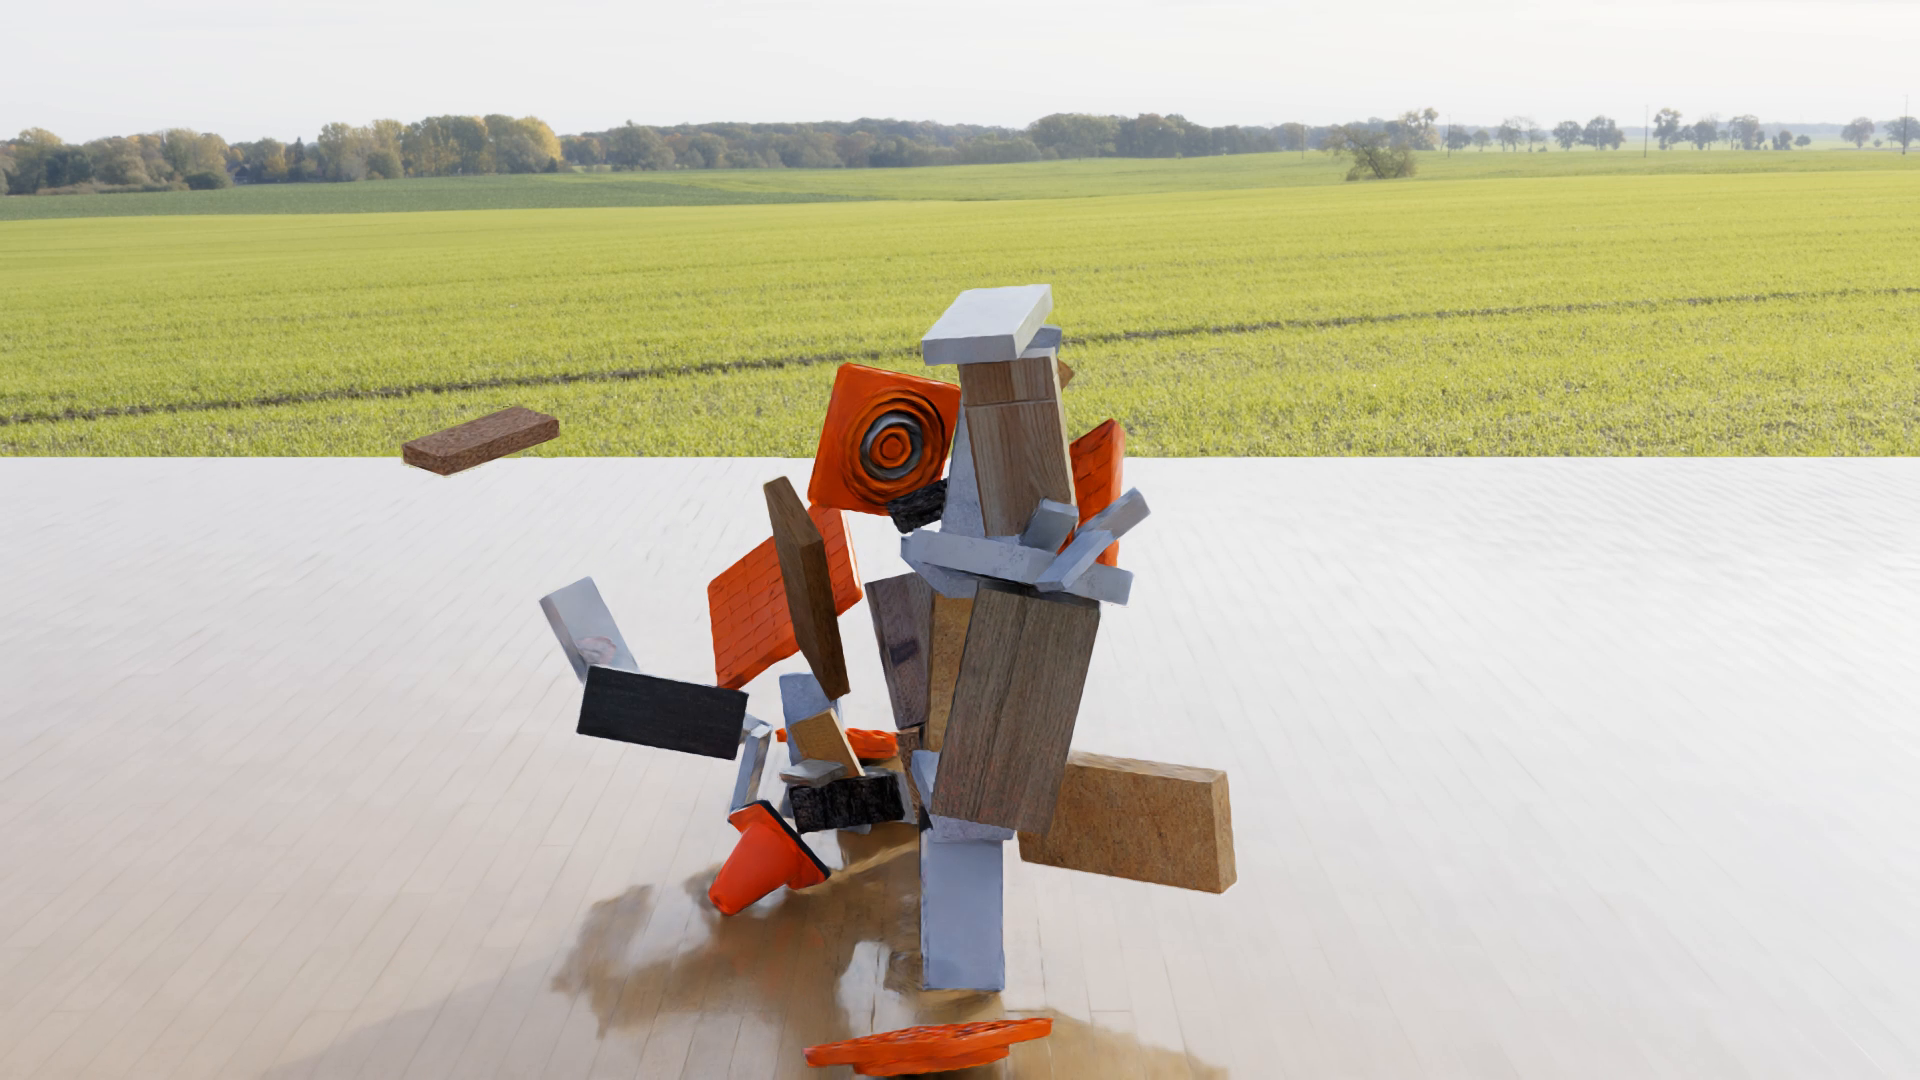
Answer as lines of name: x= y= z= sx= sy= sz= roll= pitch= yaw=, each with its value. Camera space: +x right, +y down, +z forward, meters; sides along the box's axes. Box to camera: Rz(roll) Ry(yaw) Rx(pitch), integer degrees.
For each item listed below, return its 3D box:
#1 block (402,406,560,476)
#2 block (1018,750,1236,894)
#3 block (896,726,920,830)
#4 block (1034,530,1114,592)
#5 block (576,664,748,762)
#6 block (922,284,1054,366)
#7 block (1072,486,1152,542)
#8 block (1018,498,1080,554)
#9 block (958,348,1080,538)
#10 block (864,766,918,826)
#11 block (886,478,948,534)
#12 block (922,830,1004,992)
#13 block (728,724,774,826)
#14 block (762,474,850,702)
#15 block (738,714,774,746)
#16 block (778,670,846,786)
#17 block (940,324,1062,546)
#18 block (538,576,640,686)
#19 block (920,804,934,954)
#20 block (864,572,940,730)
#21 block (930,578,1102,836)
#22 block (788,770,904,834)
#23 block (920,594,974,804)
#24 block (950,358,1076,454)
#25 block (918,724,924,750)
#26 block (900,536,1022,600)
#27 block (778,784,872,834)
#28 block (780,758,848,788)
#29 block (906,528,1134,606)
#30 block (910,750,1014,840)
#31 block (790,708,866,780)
block: x=-0.819 y=-0.171 z=3.767 sx=0.120 sy=0.034 sz=0.239 roll=17 pitch=29 yaw=40
block: x=0.244 y=0.422 z=3.348 sx=0.355 sy=0.177 sz=0.050 roll=4 pitch=19 yaw=35
block: x=-0.021 y=0.433 z=3.768 sx=0.121 sy=0.241 sz=0.034 roll=-12 pitch=9 yaw=13
block: x=0.158 y=0.029 z=3.045 sx=0.058 sy=0.016 sz=0.116 roll=-6 pitch=32 yaw=52
block: x=-0.518 y=0.300 z=3.831 sx=0.279 sy=0.120 sz=0.034 roll=11 pitch=0 yaw=-10
block: x=0.043 y=-0.320 z=3.256 sx=0.136 sy=0.039 sz=0.273 roll=-2 pitch=21 yaw=15
block: x=0.223 y=-0.024 z=3.238 sx=0.116 sy=0.058 sz=0.016 roll=-37 pitch=52 yaw=-3
block: x=0.129 y=-0.019 z=3.203 sx=0.058 sy=0.016 sz=0.116 roll=13 pitch=-31 yaw=-9
block: x=0.087 y=-0.141 z=3.212 sx=0.136 sy=0.273 sz=0.039 roll=-4 pitch=23 yaw=13
block: x=-0.106 y=0.463 z=3.958 sx=0.171 sy=0.086 sz=0.024 roll=18 pitch=-15 yaw=-39
block: x=0.020 y=-0.089 z=3.673 sx=0.283 sy=0.040 sz=0.141 roll=-22 pitch=10 yaw=-4
block: x=0.004 y=0.548 z=3.253 sx=0.116 sy=0.232 sz=0.033 roll=4 pitch=-17 yaw=-16
block: x=-0.366 y=0.410 z=3.834 sx=0.023 sy=0.163 sz=0.081 roll=16 pitch=10 yaw=9
block: x=-0.250 y=0.087 z=3.624 sx=0.040 sy=0.459 sz=0.141 roll=-24 pitch=57 yaw=-13
block: x=-0.436 y=0.346 z=4.055 sx=0.099 sy=0.028 sz=0.198 roll=27 pitch=-23 yaw=-27
block: x=-0.255 y=0.331 z=3.874 sx=0.099 sy=0.198 sz=0.028 roll=-6 pitch=6 yaw=11
block: x=0.060 y=-0.154 z=3.451 sx=0.136 sy=0.385 sz=0.039 roll=7 pitch=15 yaw=-7
block: x=-0.693 y=0.196 z=4.159 sx=0.034 sy=0.239 sz=0.120 roll=-26 pitch=2 yaw=35
block: x=-0.003 y=0.524 z=3.385 sx=0.116 sy=0.232 sz=0.033 roll=-1 pitch=0 yaw=-4
block: x=-0.071 y=0.179 z=3.641 sx=0.124 sy=0.247 sz=0.035 roll=-13 pitch=-12 yaw=0
block: x=0.079 y=0.244 z=3.192 sx=0.177 sy=0.355 sz=0.050 roll=11 pitch=16 yaw=-4
block: x=-0.198 y=0.458 z=3.832 sx=0.190 sy=0.081 sz=0.023 roll=-9 pitch=12 yaw=10
block: x=0.010 y=0.265 z=3.492 sx=0.124 sy=0.350 sz=0.035 roll=3 pitch=-2 yaw=-13
block: x=0.086 y=-0.211 z=3.688 sx=0.040 sy=0.141 sz=0.283 roll=40 pitch=-19 yaw=-11
block: x=-0.007 y=0.310 z=3.647 sx=0.121 sy=0.034 sz=0.241 roll=-10 pitch=17 yaw=0
block: x=-0.001 y=0.042 z=3.577 sx=0.124 sy=0.035 sz=0.247 roll=-1 pitch=15 yaw=-19
block: x=-0.232 y=0.464 z=3.902 sx=0.171 sy=0.086 sz=0.024 roll=8 pitch=-14 yaw=25
block: x=-0.246 y=0.391 z=3.690 sx=0.060 sy=0.017 sz=0.121 roll=-25 pitch=14 yaw=-33
block: x=0.084 y=0.038 z=3.269 sx=0.177 sy=0.050 sz=0.355 roll=13 pitch=-2 yaw=-29
block: x=0.002 y=0.388 z=3.351 sx=0.116 sy=0.033 sz=0.232 roll=5 pitch=18 yaw=-13
block: x=-0.226 y=0.382 z=3.842 sx=0.081 sy=0.163 sz=0.023 roll=-22 pitch=11 yaw=14
